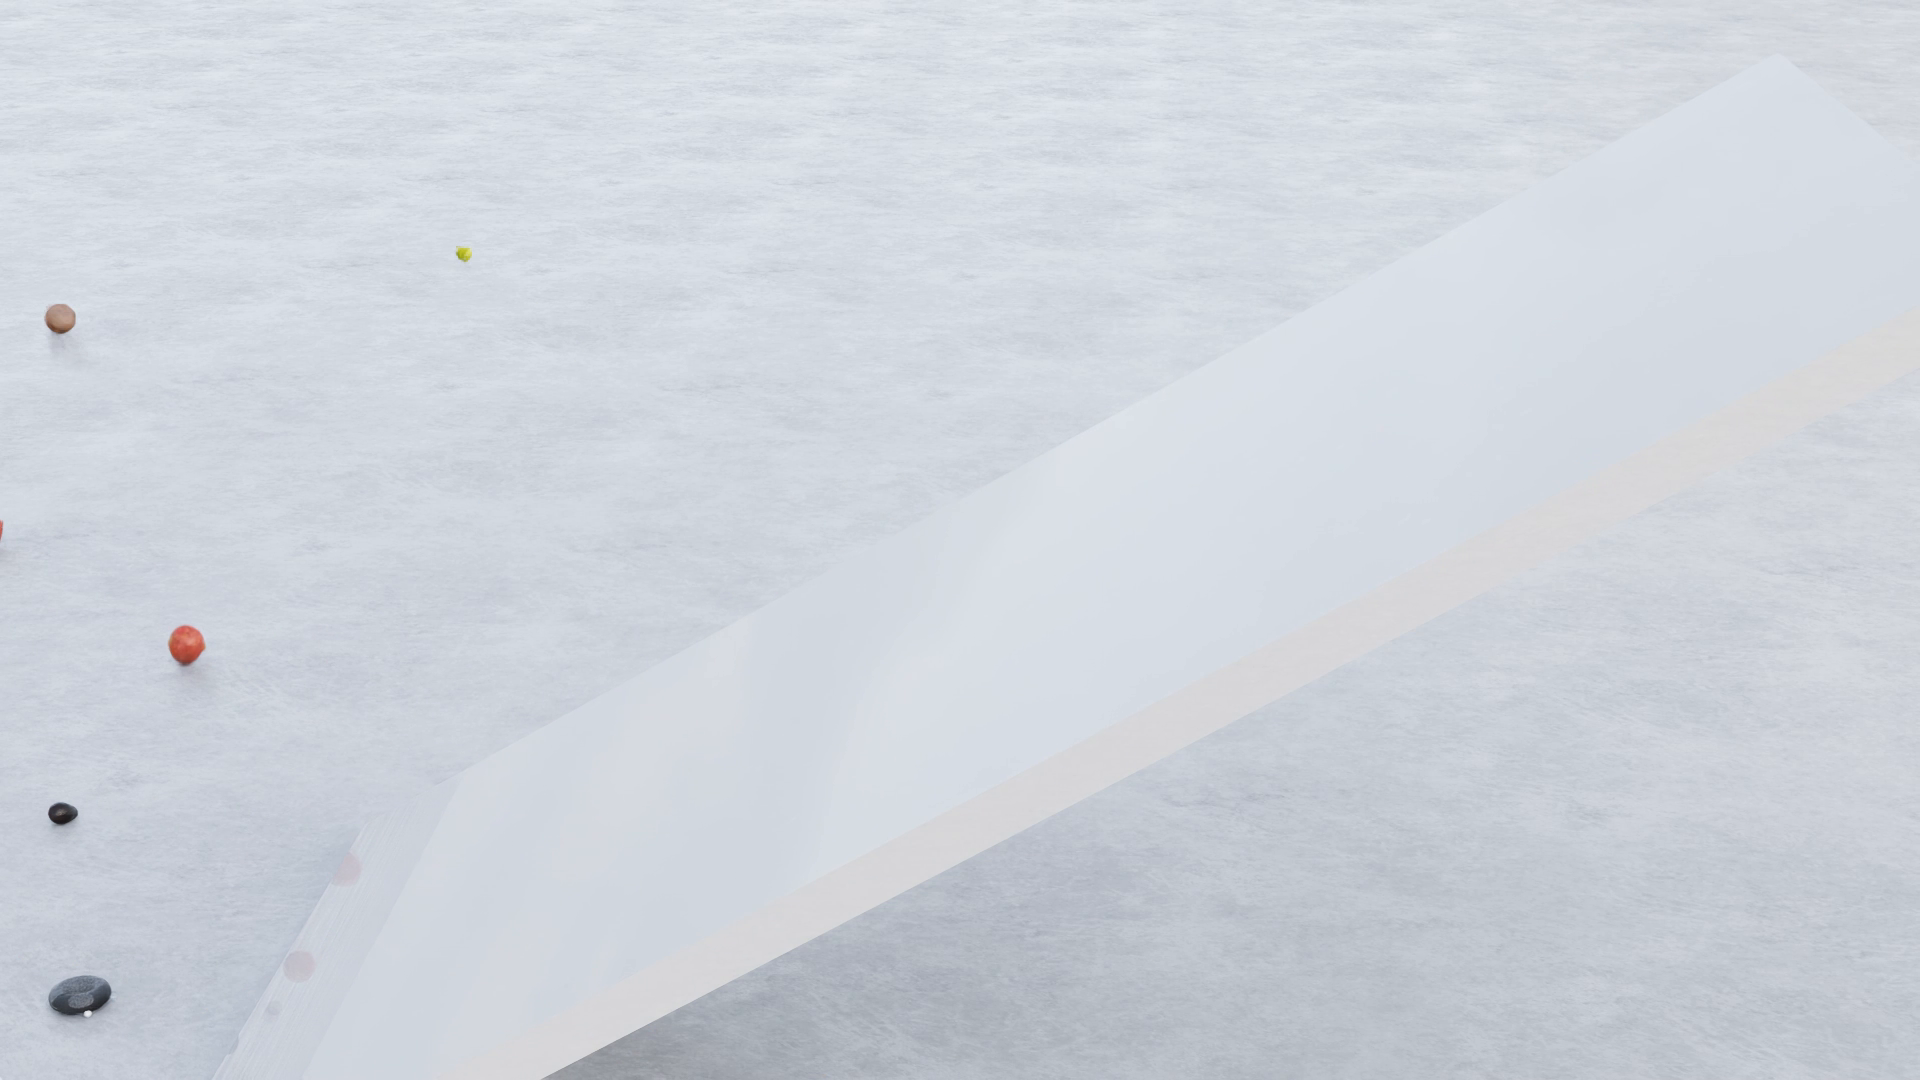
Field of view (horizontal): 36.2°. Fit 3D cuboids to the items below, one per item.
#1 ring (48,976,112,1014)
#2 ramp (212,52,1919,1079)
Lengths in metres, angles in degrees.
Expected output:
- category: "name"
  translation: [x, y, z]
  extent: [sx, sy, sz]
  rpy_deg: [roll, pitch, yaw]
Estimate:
- category: "ring"
  translation: [-2.057, 1.064, 6.876]
  extent: [0.143, 0.048, 0.143]
  rpy_deg: [-1, 19, 0]
- category: "ramp"
  translation: [0.142, 0.168, 6.286]
  extent: [4.000, 0.100, 2.000]
  rpy_deg: [-29, 15, 12]
